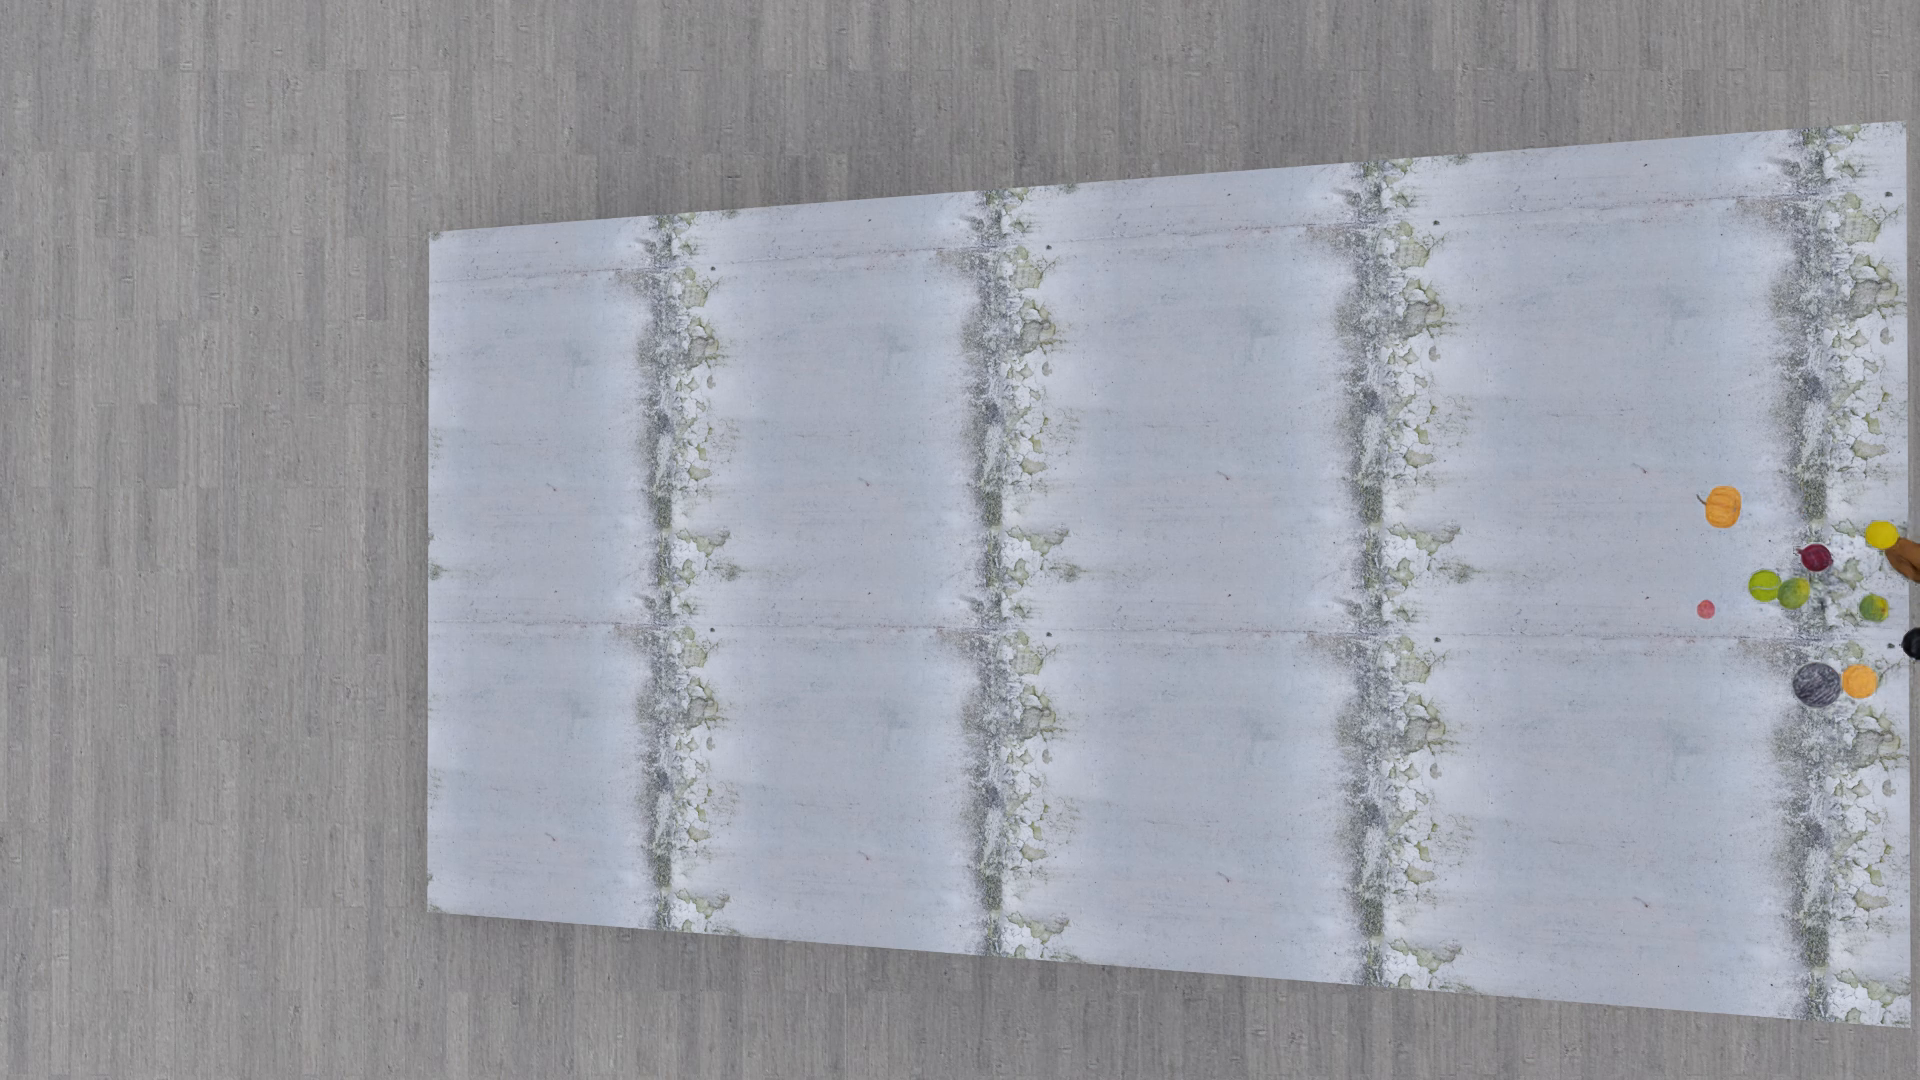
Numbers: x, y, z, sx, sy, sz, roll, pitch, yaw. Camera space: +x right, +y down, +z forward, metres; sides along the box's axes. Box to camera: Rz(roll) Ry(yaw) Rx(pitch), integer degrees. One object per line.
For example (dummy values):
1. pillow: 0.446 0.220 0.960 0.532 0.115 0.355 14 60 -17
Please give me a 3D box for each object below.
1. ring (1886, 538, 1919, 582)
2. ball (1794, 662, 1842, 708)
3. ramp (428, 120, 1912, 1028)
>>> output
1. ring: 2.074 0.046 4.787 0.128 0.128 0.043 43 85 0
2. ball: 1.673 0.283 4.291 0.088 0.088 0.088 0 89 0
3. ramp: 0.283 0.083 5.705 4.000 0.100 2.000 0 89 24
